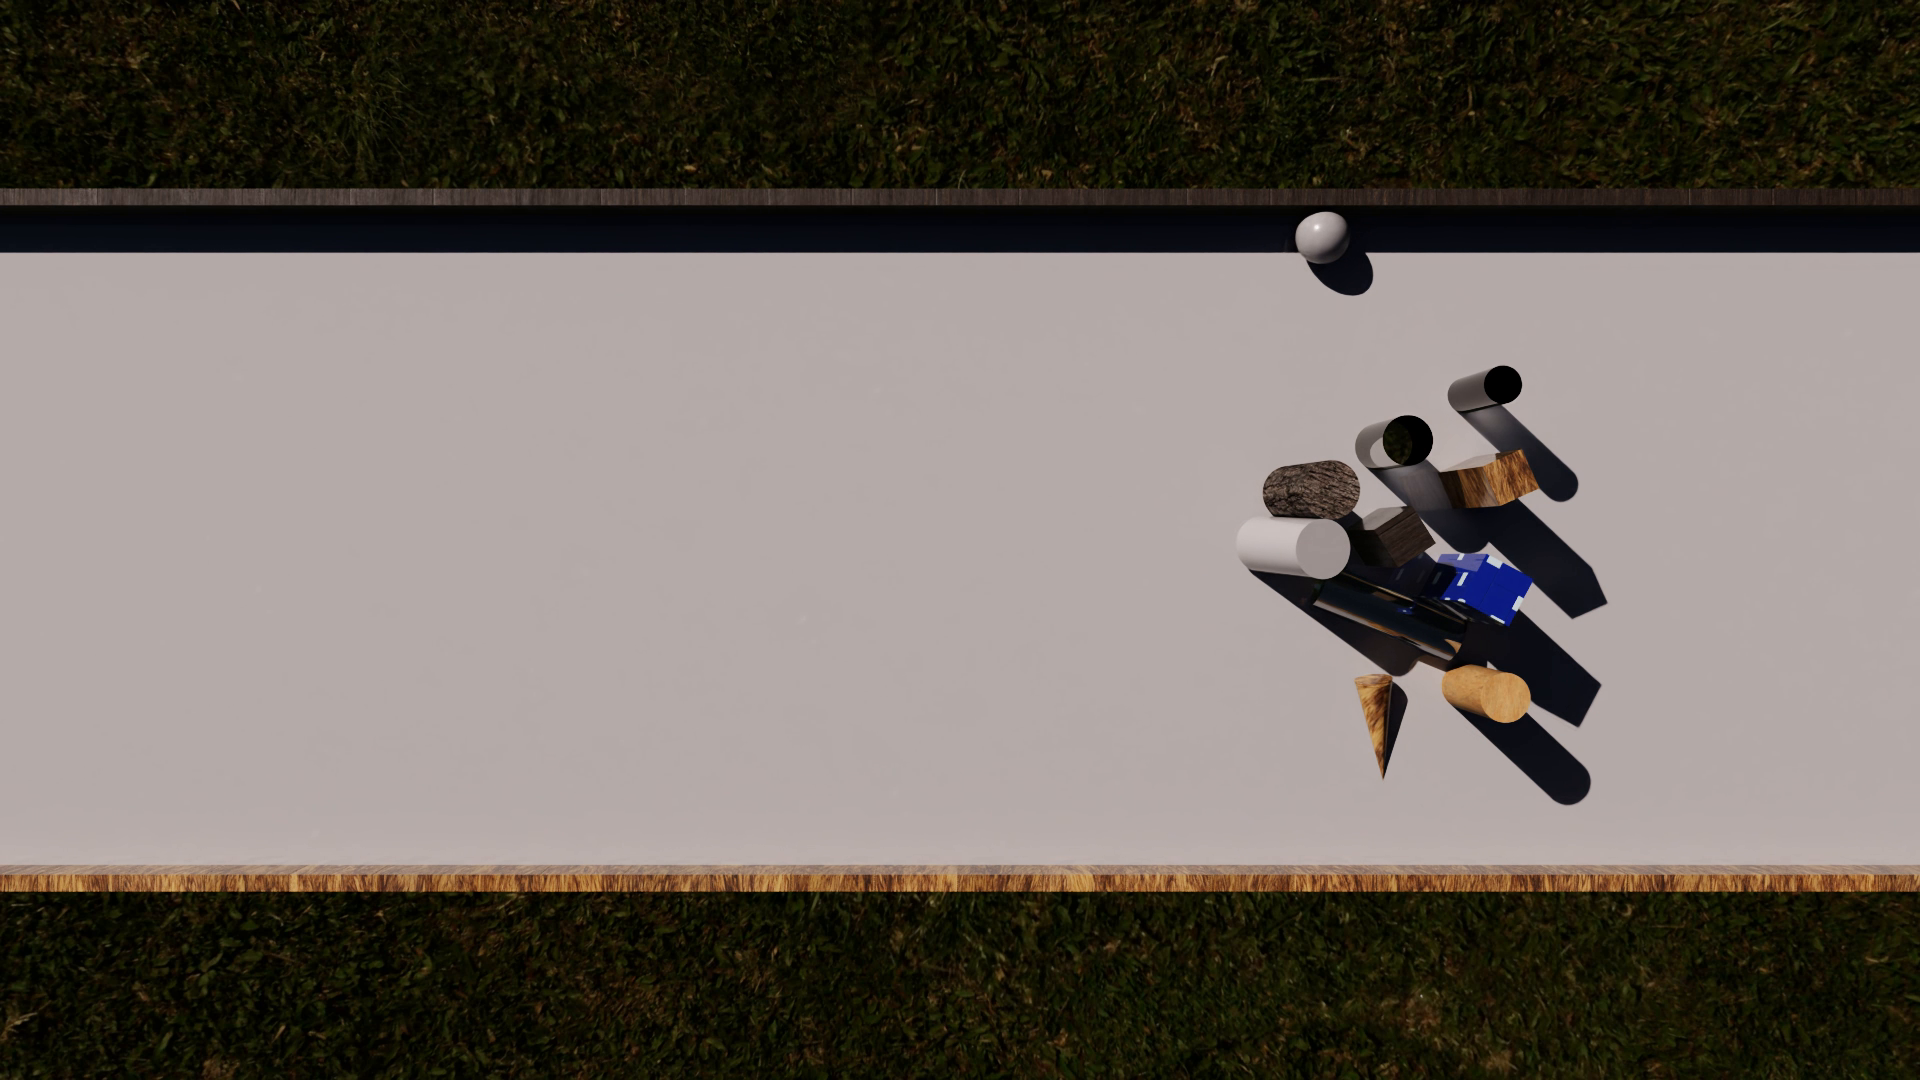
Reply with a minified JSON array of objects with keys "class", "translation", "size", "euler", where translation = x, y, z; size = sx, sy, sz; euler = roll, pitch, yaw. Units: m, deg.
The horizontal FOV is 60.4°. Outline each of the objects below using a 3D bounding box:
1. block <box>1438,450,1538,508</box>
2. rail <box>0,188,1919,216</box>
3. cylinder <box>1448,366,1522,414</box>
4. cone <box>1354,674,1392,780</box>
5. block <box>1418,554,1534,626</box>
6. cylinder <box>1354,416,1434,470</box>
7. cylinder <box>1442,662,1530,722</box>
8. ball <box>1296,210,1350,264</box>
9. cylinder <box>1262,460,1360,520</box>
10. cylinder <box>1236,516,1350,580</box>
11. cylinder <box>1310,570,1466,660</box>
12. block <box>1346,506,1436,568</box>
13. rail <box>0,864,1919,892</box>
[{"class":"block","translation":[1.550,-0.176,4.857],"size":[0.121,0.438,0.121],"euler":[-24,90,0]},{"class":"rail","translation":[-2.247,-1.025,5.002],"size":[12.000,0.150,0.050],"euler":[0,90,0]},{"class":"cylinder","translation":[1.556,-0.445,4.900],"size":[0.110,0.352,0.110],"euler":[0,90,0]},{"class":"cone","translation":[1.281,0.583,5.049],"size":[0.114,0.114,0.327],"euler":[-8,100,0]},{"class":"block","translation":[1.513,0.143,4.860],"size":[0.151,0.431,0.151],"euler":[28,89,0]},{"class":"cylinder","translation":[1.289,-0.287,4.911],"size":[0.146,0.331,0.146],"euler":[0,90,0]},{"class":"cylinder","translation":[1.553,0.449,4.886],"size":[0.142,0.381,0.142],"euler":[0,90,0]},{"class":"ball","translation":[1.098,-0.918,4.995],"size":[0.164,0.164,0.164],"euler":[0,90,0]},{"class":"cylinder","translation":[1.033,-0.143,4.875],"size":[0.169,0.386,0.169],"euler":[0,90,-6]},{"class":"cylinder","translation":[0.977,0.019,4.865],"size":[0.172,0.390,0.172],"euler":[-1,92,-16]},{"class":"cylinder","translation":[1.300,0.218,5.009],"size":[0.446,0.136,0.136],"euler":[22,90,0]},{"class":"block","translation":[1.269,-0.010,4.888],"size":[0.128,0.377,0.128],"euler":[-33,90,0]},{"class":"rail","translation":[-2.247,1.025,5.001],"size":[12.000,0.150,0.050],"euler":[0,90,0]}]
